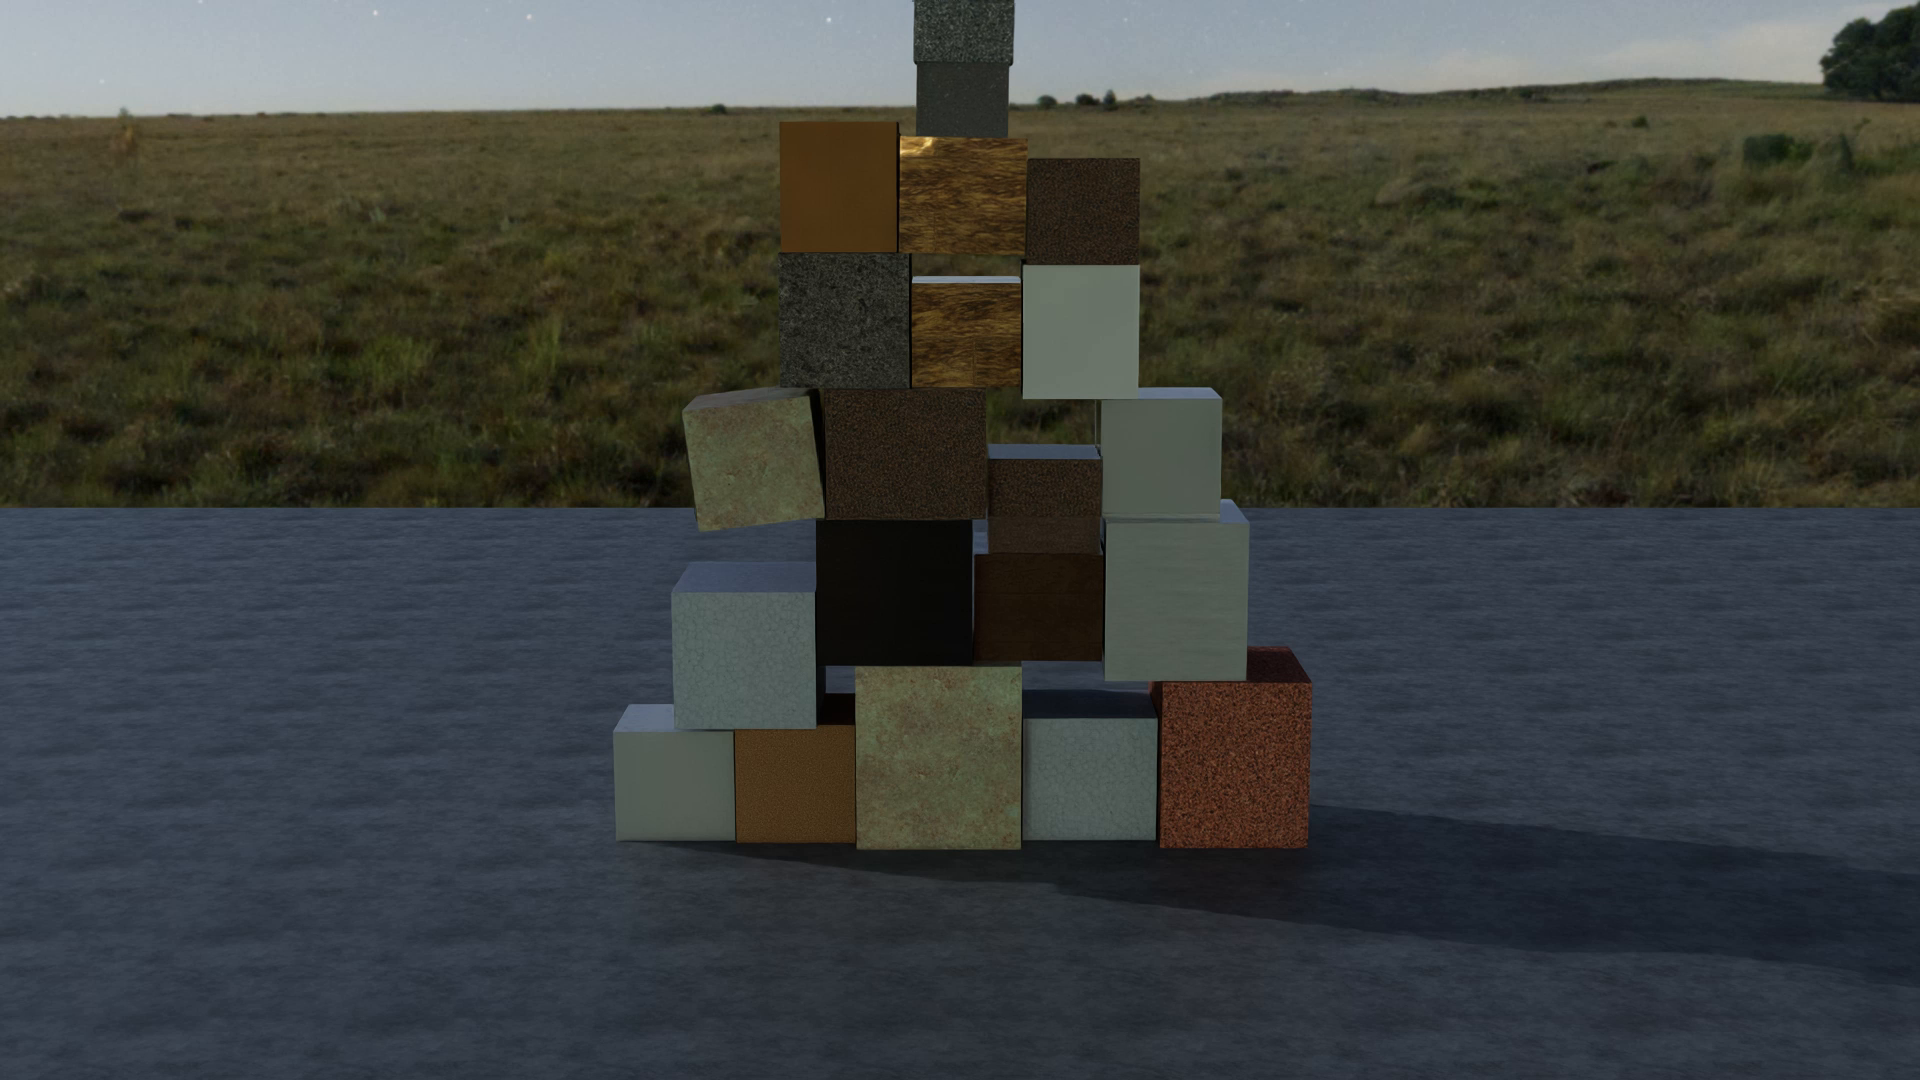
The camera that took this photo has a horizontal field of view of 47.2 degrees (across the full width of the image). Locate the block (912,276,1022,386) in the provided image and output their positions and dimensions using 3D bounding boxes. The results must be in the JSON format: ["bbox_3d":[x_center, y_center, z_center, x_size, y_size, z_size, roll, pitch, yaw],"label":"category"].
[{"bbox_3d":[0.031,-1.045,10.977,0.534,0.506,0.531,0,10,0],"label":"block"}]

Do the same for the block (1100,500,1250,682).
[{"bbox_3d":[1.070,0.244,11.216,0.703,0.797,0.730,0,10,0],"label":"block"}]

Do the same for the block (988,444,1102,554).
[{"bbox_3d":[0.419,-0.214,11.132,0.551,0.474,0.533,0,10,0],"label":"block"}]

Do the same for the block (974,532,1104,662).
[{"bbox_3d":[0.392,0.283,11.234,0.638,0.539,0.617,0,10,0],"label":"block"}]

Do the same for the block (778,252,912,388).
[{"bbox_3d":[-0.561,-1.120,10.973,0.630,0.653,0.668,0,10,0],"label":"block"}]

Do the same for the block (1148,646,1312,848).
[{"bbox_3d":[1.376,1.057,11.363,0.741,0.855,0.800,0,10,0],"label":"block"}]

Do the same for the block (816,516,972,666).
[{"bbox_3d":[-0.322,0.191,11.205,0.766,0.728,0.807,0,10,0],"label":"block"}]

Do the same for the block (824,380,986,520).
[{"bbox_3d":[-0.265,-0.483,11.089,0.782,0.640,0.757,0,10,0],"label":"block"}]

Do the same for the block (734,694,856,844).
[{"bbox_3d":[-0.829,1.173,11.394,0.602,0.616,0.653,0,10,0],"label":"block"}]

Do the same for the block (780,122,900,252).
[{"bbox_3d":[-0.586,-1.751,10.877,0.561,0.623,0.573,0,10,0],"label":"block"}]

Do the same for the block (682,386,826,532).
[{"bbox_3d":[-1.009,-0.430,11.100,0.627,0.603,0.660,-7,10,1],"label":"block"}]

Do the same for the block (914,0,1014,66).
[{"bbox_3d":[0.020,-2.551,10.736,0.480,0.442,0.467,1,10,0],"label":"block"}]

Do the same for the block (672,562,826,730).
[{"bbox_3d":[-1.068,0.528,11.277,0.707,0.694,0.798,0,10,0],"label":"block"}]

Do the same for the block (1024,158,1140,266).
[{"bbox_3d":[0.593,-1.630,10.866,0.542,0.509,0.570,0,10,0],"label":"block"}]

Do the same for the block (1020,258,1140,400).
[{"bbox_3d":[0.590,-1.062,11.002,0.568,0.657,0.535,0,10,0],"label":"block"}]

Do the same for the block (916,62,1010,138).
[{"bbox_3d":[0.013,-2.157,10.799,0.444,0.355,0.390,1,10,0],"label":"block"}]

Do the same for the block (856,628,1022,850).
[{"bbox_3d":[-0.106,1.009,11.379,0.823,0.943,0.893,0,10,0],"label":"block"}]

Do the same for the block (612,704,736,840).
[{"bbox_3d":[-1.443,1.197,11.386,0.606,0.571,0.550,0,10,0],"label":"block"}]

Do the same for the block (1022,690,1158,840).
[{"bbox_3d":[0.656,1.159,11.408,0.680,0.639,0.593,0,10,0],"label":"block"}]

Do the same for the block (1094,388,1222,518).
[{"bbox_3d":[0.994,-0.446,11.113,0.596,0.597,0.493,0,10,0],"label":"block"}]

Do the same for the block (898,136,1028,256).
[{"bbox_3d":[0.014,-1.706,10.857,0.609,0.552,0.623,1,10,0],"label":"block"}]
